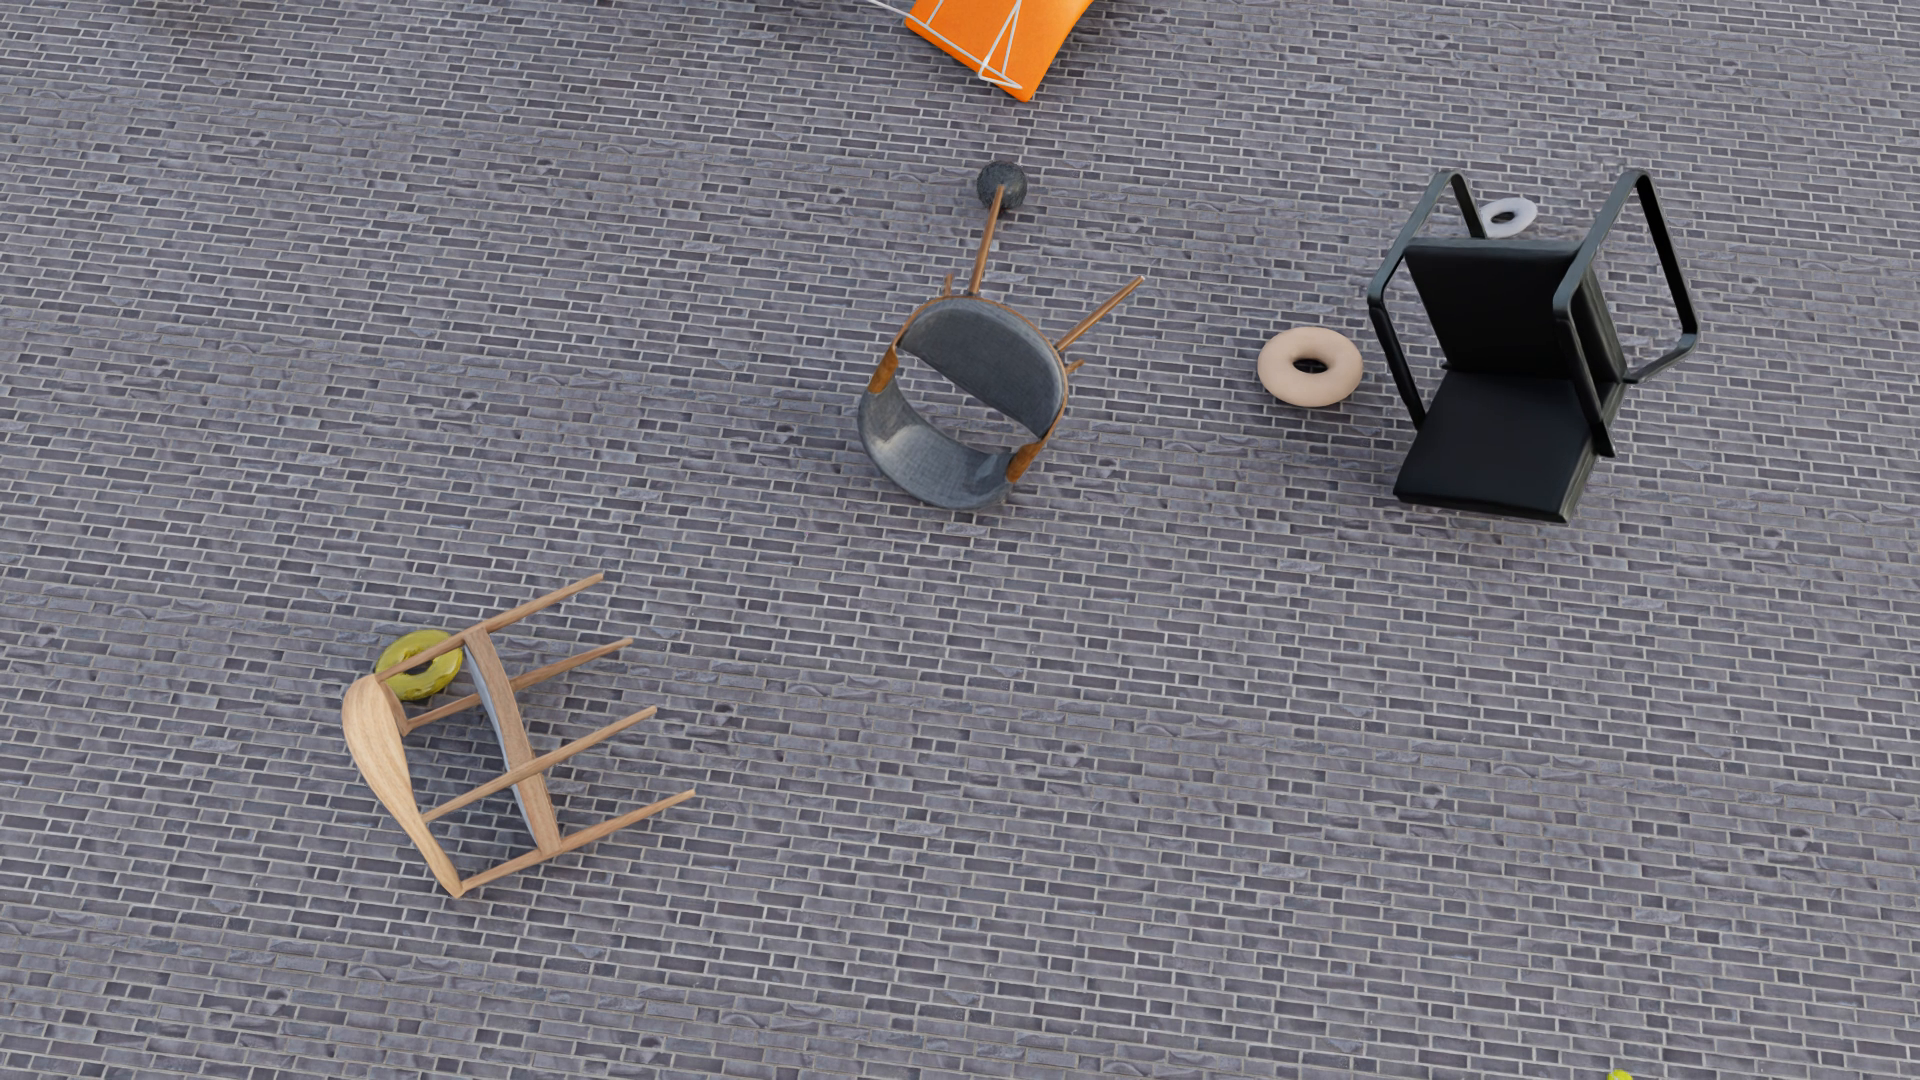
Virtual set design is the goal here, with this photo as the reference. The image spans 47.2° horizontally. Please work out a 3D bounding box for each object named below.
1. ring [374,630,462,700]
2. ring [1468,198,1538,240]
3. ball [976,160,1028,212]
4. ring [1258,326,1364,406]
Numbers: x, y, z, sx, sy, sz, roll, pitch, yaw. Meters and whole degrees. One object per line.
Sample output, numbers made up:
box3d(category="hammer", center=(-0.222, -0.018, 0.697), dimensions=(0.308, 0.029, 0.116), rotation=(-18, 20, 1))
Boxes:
box3d(category="ring", center=(-1.550, 0.357, 6.298), dimensions=(0.261, 0.062, 0.216), rotation=(-30, 60, -18))
box3d(category="ring", center=(1.790, -1.061, 7.258), dimensions=(0.259, 0.048, 0.142), rotation=(-22, 60, -14))
box3d(category="ball", center=(0.139, -1.167, 7.255), dimensions=(0.170, 0.170, 0.170), rotation=(0, 56, 0))
box3d(category="ring", center=(1.094, -0.542, 6.870), dimensions=(0.333, 0.114, 0.288), rotation=(-4, 55, -4))
